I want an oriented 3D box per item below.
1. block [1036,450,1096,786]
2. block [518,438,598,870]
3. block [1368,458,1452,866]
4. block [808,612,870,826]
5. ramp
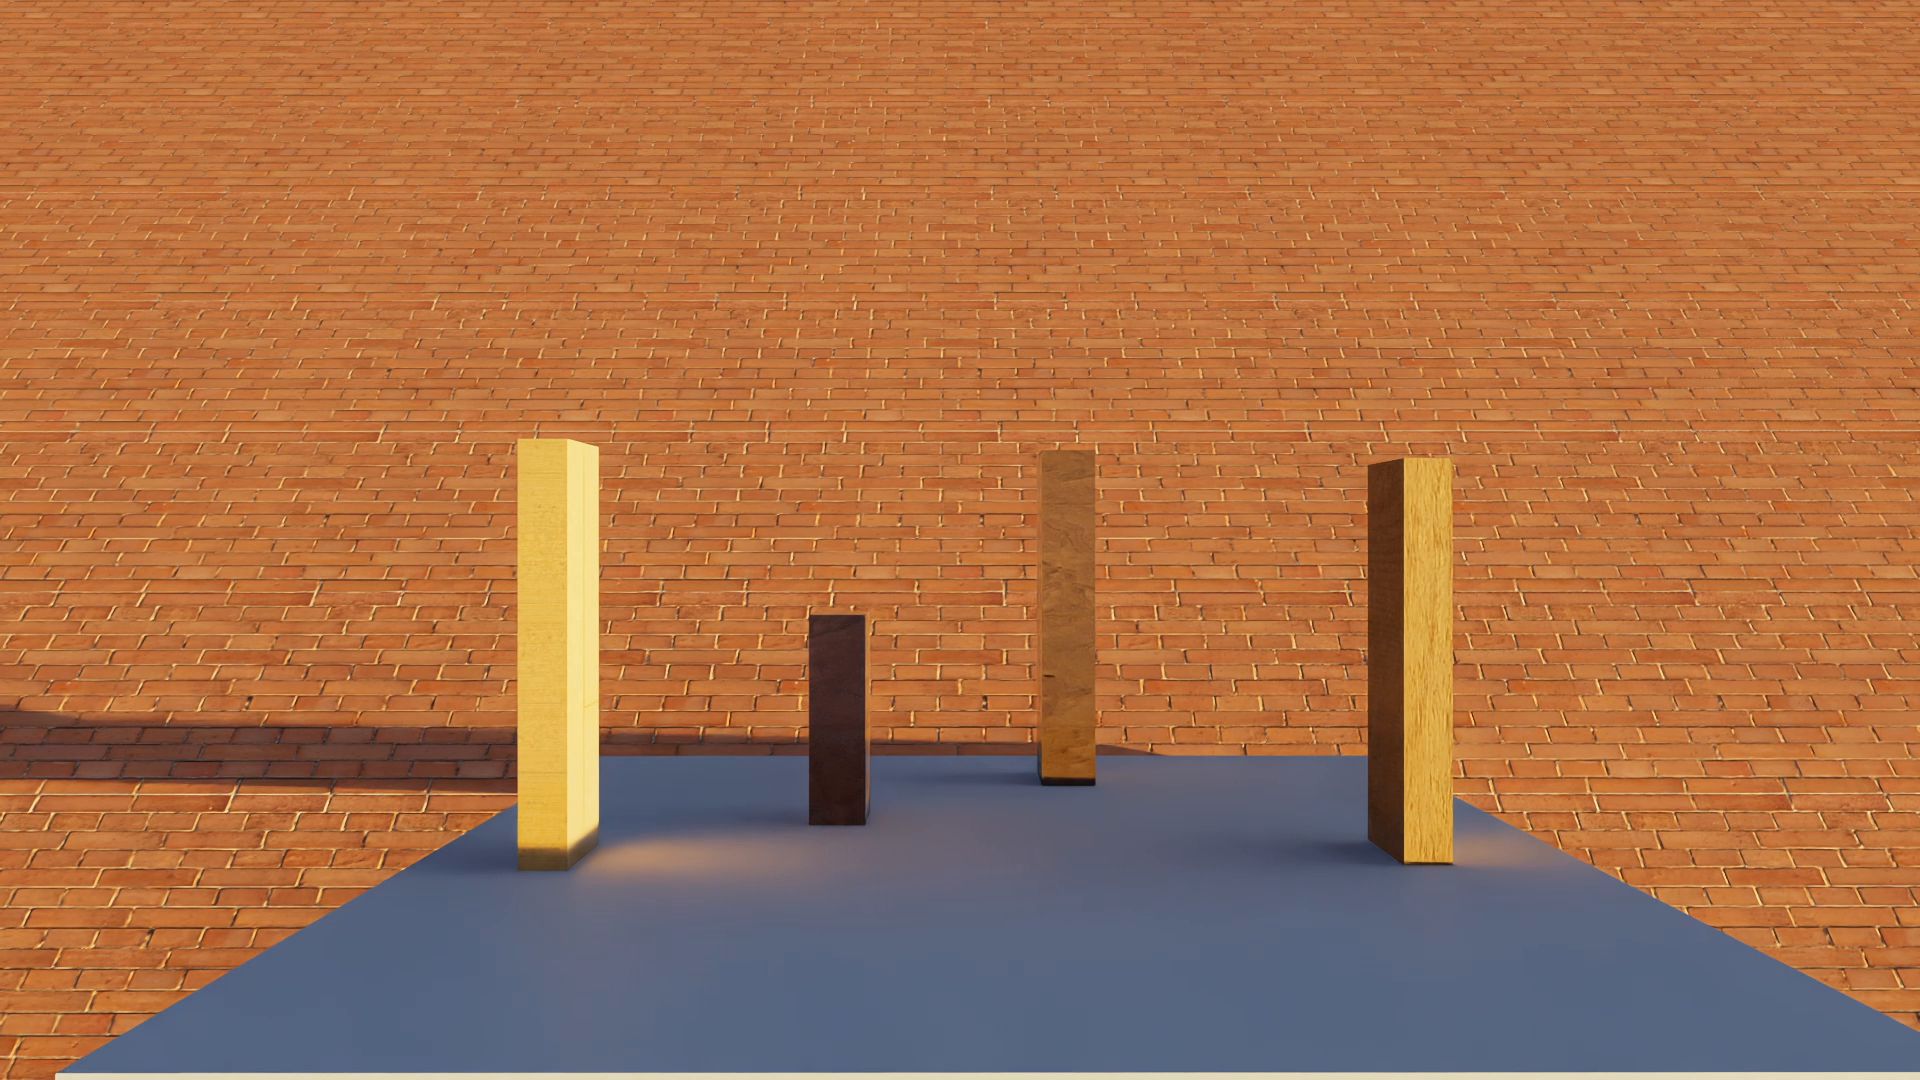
[{"bbox_3d":[0.244,0.176,6.008,0.120,0.756,0.357,0,0,0],"label":"block"},{"bbox_3d":[-0.697,0.192,4.508,0.083,0.721,0.376,0,0,0],"label":"block"},{"bbox_3d":[0.793,0.206,4.579,0.082,0.690,0.388,0,0,0],"label":"block"},{"bbox_3d":[-0.238,0.349,5.146,0.109,0.408,0.268,0,0,0],"label":"block"},{"bbox_3d":[0.068,0.602,4.664,2.000,0.100,4.000,0,0,0],"label":"ramp"}]
